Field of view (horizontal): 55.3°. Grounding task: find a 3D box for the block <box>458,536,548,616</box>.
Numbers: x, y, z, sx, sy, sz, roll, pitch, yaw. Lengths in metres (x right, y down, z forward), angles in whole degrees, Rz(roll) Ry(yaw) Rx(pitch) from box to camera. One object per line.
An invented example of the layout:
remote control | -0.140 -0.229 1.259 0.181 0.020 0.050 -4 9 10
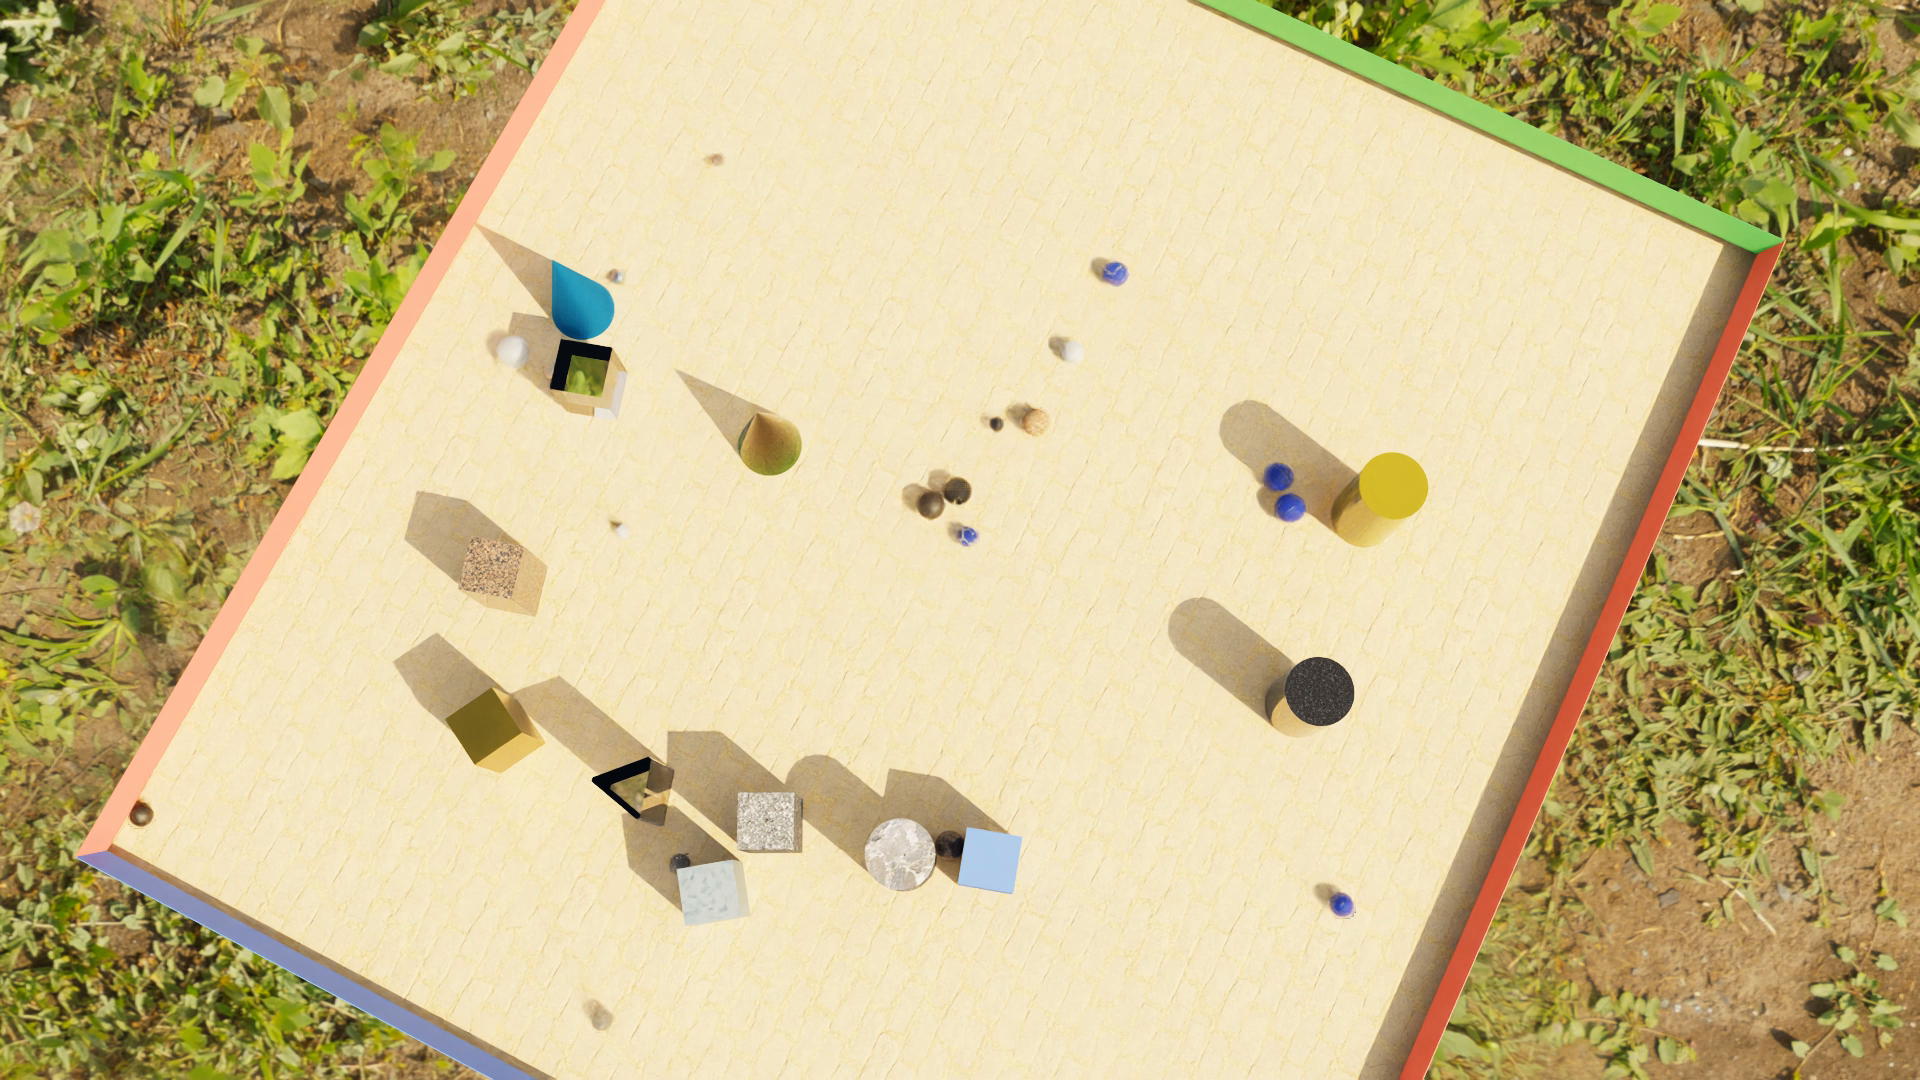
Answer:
block | -1.351 0.112 5.434 0.158 0.313 0.158 11 79 2

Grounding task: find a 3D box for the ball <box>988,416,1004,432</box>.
ball | 0.114 -0.357 5.666 0.048 0.048 0.048 0 78 0

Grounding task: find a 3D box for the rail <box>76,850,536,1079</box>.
rail | -0.878 1.726 5.193 3.735 0.129 0.045 26 80 5

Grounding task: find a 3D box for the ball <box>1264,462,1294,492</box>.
ball | 0.977 -0.193 5.612 0.088 0.088 0.088 0 78 0

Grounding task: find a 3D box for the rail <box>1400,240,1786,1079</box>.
rail | 1.649 0.814 5.381 0.045 0.129 3.973 26 80 5

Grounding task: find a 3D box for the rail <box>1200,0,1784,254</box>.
rail | 0.878 -1.712 5.904 3.735 0.129 0.045 26 80 5

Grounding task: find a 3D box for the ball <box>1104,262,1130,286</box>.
ball | 0.491 -0.835 5.749 0.079 0.079 0.079 0 78 0

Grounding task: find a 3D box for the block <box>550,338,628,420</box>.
block | -1.129 -0.486 5.586 0.158 0.258 0.158 10 78 2

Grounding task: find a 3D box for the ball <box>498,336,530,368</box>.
ball | -1.384 -0.582 5.686 0.099 0.099 0.099 0 78 0

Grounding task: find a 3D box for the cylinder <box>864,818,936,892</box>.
cylinder | -0.168 0.909 5.271 0.198 0.309 0.198 0 78 0

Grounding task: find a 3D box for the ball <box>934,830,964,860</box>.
ball | -0.031 0.897 5.387 0.086 0.086 0.086 0 78 0

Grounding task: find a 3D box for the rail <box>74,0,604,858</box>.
rail | -1.649 -0.801 5.716 0.045 0.129 3.973 26 80 5

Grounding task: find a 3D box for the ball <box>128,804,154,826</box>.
ball | -2.419 0.812 5.413 0.069 0.069 0.069 0 78 0

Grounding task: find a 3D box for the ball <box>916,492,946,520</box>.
ball | -0.089 -0.105 5.594 0.087 0.087 0.087 0 78 0

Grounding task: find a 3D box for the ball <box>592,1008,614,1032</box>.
ball | -1.034 1.387 5.297 0.063 0.063 0.063 0 78 0

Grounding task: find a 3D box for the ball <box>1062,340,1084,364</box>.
ball | 0.352 -0.586 5.701 0.072 0.072 0.072 0 78 0

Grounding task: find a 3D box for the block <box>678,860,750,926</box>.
block | -0.707 1.017 5.278 0.158 0.252 0.158 -10 78 -2

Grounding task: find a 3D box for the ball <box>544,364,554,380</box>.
ball | -1.268 -0.523 5.700 0.048 0.048 0.048 0 78 0

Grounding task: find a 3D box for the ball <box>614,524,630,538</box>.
ball | -1.033 -0.029 5.601 0.043 0.043 0.043 0 78 0

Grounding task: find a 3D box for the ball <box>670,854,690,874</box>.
ball | -0.823 0.953 5.388 0.062 0.062 0.062 0 78 0

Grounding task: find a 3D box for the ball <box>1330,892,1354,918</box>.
ball | 1.117 1.067 5.360 0.071 0.071 0.071 0 78 0

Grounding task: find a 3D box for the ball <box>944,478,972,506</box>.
ball | -0.007 -0.148 5.602 0.089 0.089 0.089 0 78 0

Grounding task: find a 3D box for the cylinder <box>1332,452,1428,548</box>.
cylinder | 1.239 -0.114 5.434 0.198 0.405 0.198 0 78 0

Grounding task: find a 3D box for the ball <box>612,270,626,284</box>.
ball | -1.074 -0.825 5.765 0.045 0.045 0.045 0 78 0

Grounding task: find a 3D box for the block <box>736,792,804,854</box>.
block | -0.546 0.819 5.291 0.158 0.305 0.158 0 78 0

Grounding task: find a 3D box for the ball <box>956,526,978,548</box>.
ball | 0.022 -0.009 5.586 0.064 0.064 0.064 0 78 0

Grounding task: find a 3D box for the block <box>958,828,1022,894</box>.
block | 0.085 0.927 5.281 0.158 0.282 0.158 9 78 2

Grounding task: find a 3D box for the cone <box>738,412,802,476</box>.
cone | -0.588 -0.333 5.493 0.198 0.376 0.198 0 78 0

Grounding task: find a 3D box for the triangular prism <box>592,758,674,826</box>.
triangular prism | -0.903 0.699 5.258 0.171 0.419 0.148 39 81 7

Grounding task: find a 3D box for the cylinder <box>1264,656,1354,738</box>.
cylinder | 1.016 0.463 5.344 0.198 0.346 0.198 0 78 0

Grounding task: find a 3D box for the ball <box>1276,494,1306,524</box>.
ball | 1.008 -0.097 5.590 0.092 0.092 0.092 0 78 0

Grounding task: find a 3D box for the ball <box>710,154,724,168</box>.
ball | -0.774 -1.209 5.846 0.041 0.041 0.041 0 78 0

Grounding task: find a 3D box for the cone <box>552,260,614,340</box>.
cone | -1.185 -0.770 5.547 0.198 0.449 0.198 0 78 0

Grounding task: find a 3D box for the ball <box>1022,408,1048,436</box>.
ball | 0.232 -0.362 5.649 0.084 0.084 0.084 0 78 0

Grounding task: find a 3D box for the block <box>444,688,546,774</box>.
block | -1.351 0.558 5.344 0.158 0.308 0.158 -35 80 -7
